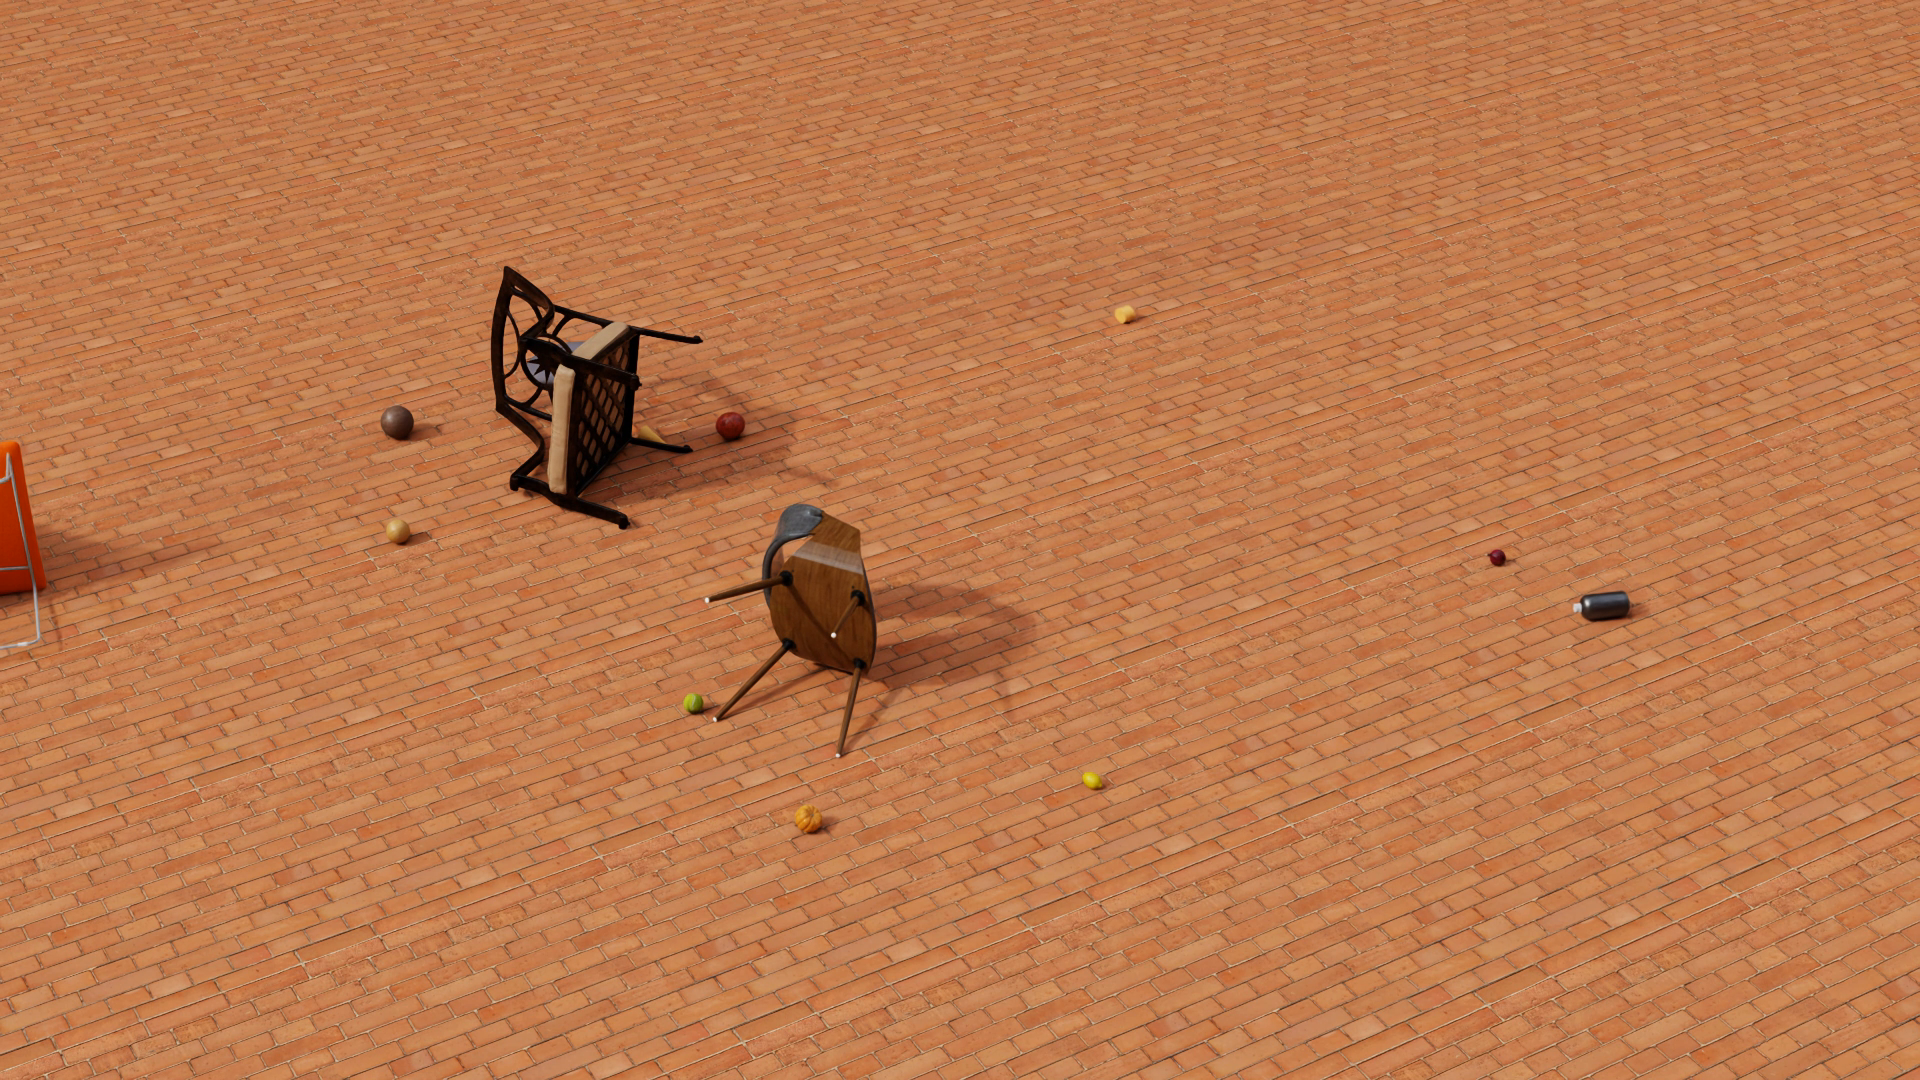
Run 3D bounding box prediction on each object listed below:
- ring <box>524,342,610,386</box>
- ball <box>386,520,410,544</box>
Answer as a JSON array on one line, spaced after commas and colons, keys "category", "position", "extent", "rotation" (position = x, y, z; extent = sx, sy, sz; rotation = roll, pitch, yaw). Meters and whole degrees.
[{"category": "ring", "position": [-1.603, -0.722, 11.985], "extent": [0.379, 0.062, 0.283], "rotation": [-26, 41, -34]}, {"category": "ball", "position": [-2.091, -0.032, 10.912], "extent": [0.090, 0.090, 0.090], "rotation": [0, 33, 0]}]
